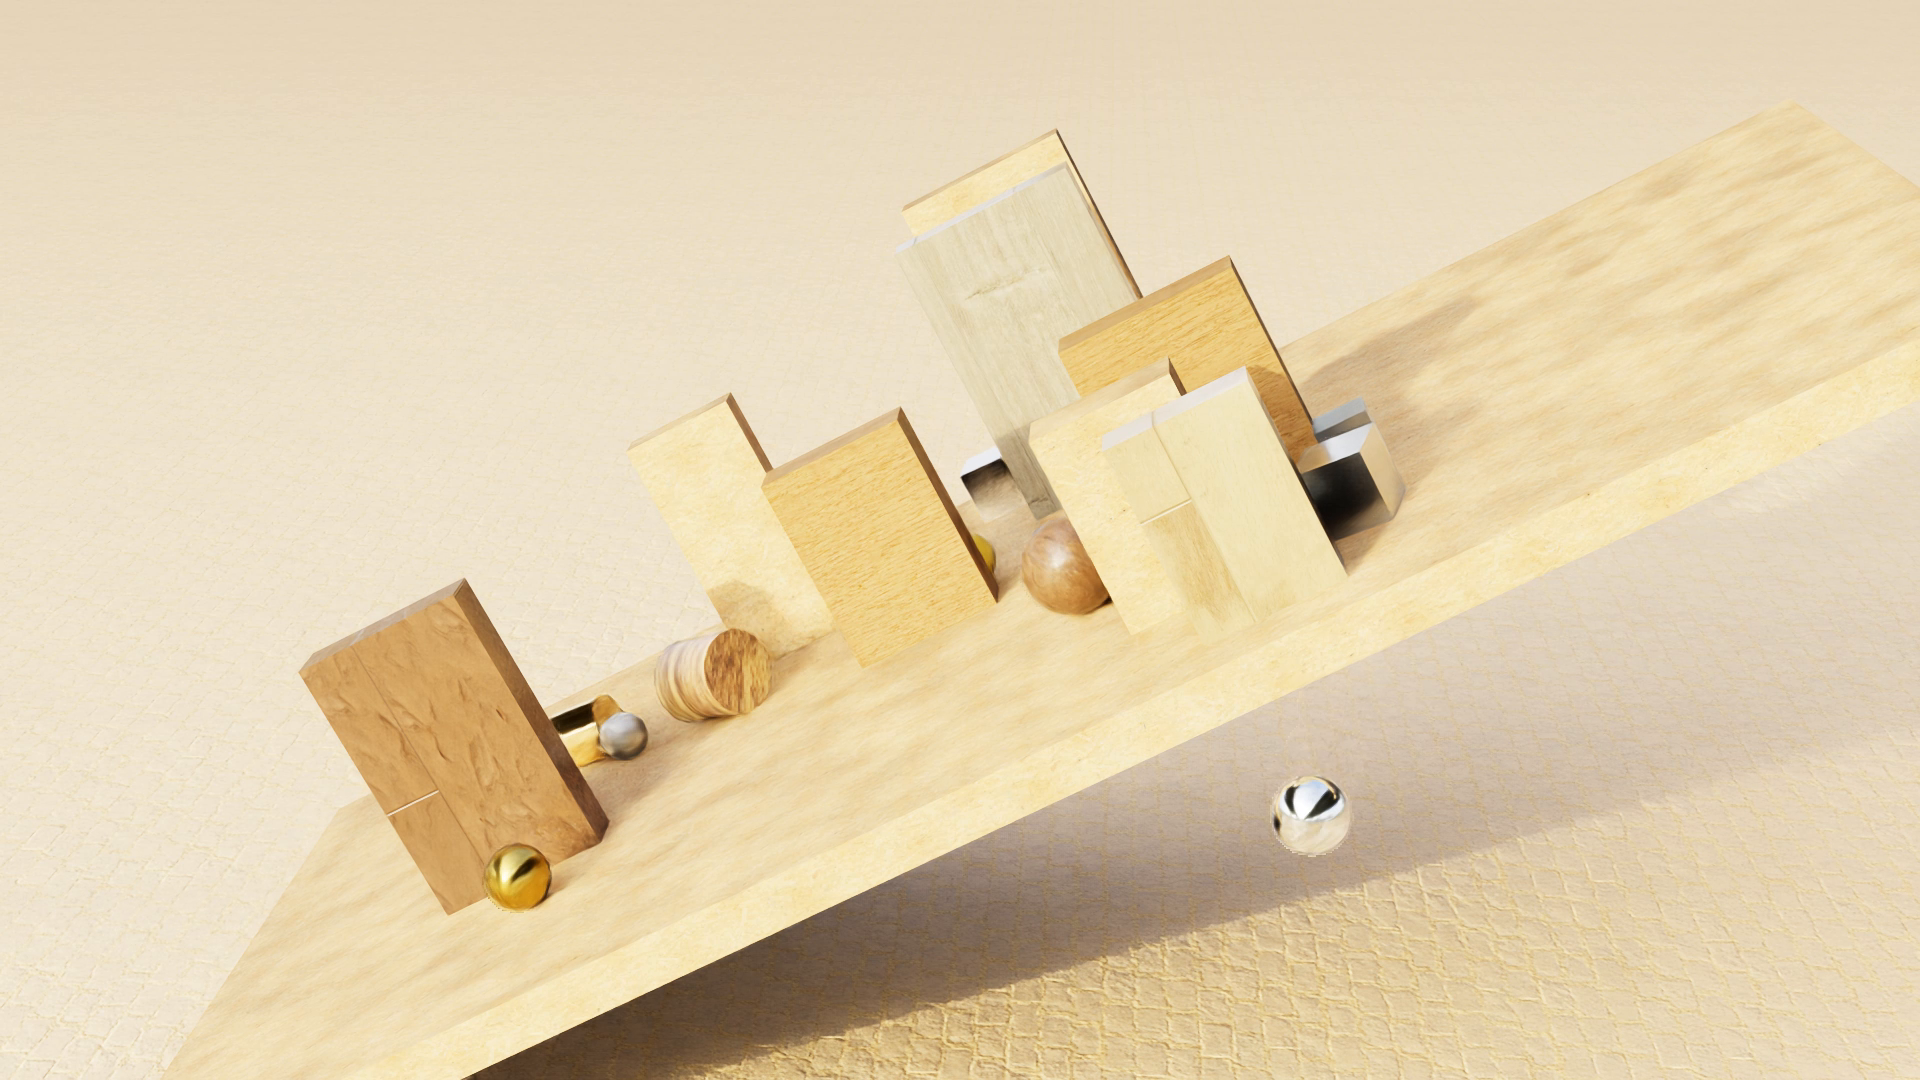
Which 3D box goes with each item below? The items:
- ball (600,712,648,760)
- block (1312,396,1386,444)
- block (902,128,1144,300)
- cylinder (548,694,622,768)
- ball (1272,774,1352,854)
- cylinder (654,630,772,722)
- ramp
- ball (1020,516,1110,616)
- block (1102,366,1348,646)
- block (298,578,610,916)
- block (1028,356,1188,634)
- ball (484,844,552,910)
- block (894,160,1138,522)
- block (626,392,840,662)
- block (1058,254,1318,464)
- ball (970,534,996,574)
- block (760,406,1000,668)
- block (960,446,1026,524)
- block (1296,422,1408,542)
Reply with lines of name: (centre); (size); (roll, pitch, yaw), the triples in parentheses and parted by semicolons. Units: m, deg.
ball: (-0.755, 0.441, 6.610); (0.108, 0.108, 0.108); (0, 17, 0)
block: (0.783, -0.202, 5.906); (0.112, 0.112, 0.112); (-26, 14, 11)
block: (0.214, -0.555, 6.981); (0.407, 0.731, 0.083); (-26, 14, 10)
cylinder: (-0.855, 0.441, 6.745); (0.138, 0.138, 0.138); (-23, 8, 23)
ball: (0.599, 0.467, 5.009); (0.134, 0.134, 0.134); (0, 17, 0)
cylinder: (-0.550, 0.303, 6.540); (0.186, 0.186, 0.186); (-17, 2, -43)
ramp: (0.140, 0.167, 6.281); (4.000, 0.100, 2.000); (-26, 14, 10)
ball: (0.222, 0.051, 5.907); (0.200, 0.200, 0.200); (0, 17, 0)
block: (0.482, -0.061, 5.356); (0.290, 0.413, 0.113); (-26, 14, 10)
block: (-1.054, 0.435, 6.157); (0.374, 0.611, 0.117); (-26, 14, 10)
block: (0.364, -0.085, 5.637); (0.295, 0.429, 0.145); (-26, 14, 10)
ball: (-0.896, 0.683, 5.962); (0.135, 0.135, 0.135); (0, 17, 0)
block: (0.207, -0.448, 6.680); (0.431, 0.698, 0.098); (-26, 14, 10)
block: (-0.501, -0.016, 6.741); (0.260, 0.590, 0.089); (-26, 14, 10)
block: (0.481, -0.270, 5.965); (0.386, 0.480, 0.126); (-26, 14, 10)
ball: (0.021, 0.045, 6.495); (0.117, 0.117, 0.117); (0, 17, 0)
block: (-0.169, -0.004, 6.328); (0.329, 0.458, 0.118); (-26, 14, 10)
block: (0.095, -0.142, 6.995); (0.130, 0.130, 0.130); (-25, 14, 15)
block: (0.737, -0.107, 5.577); (0.148, 0.148, 0.148); (-22, 15, 26)
